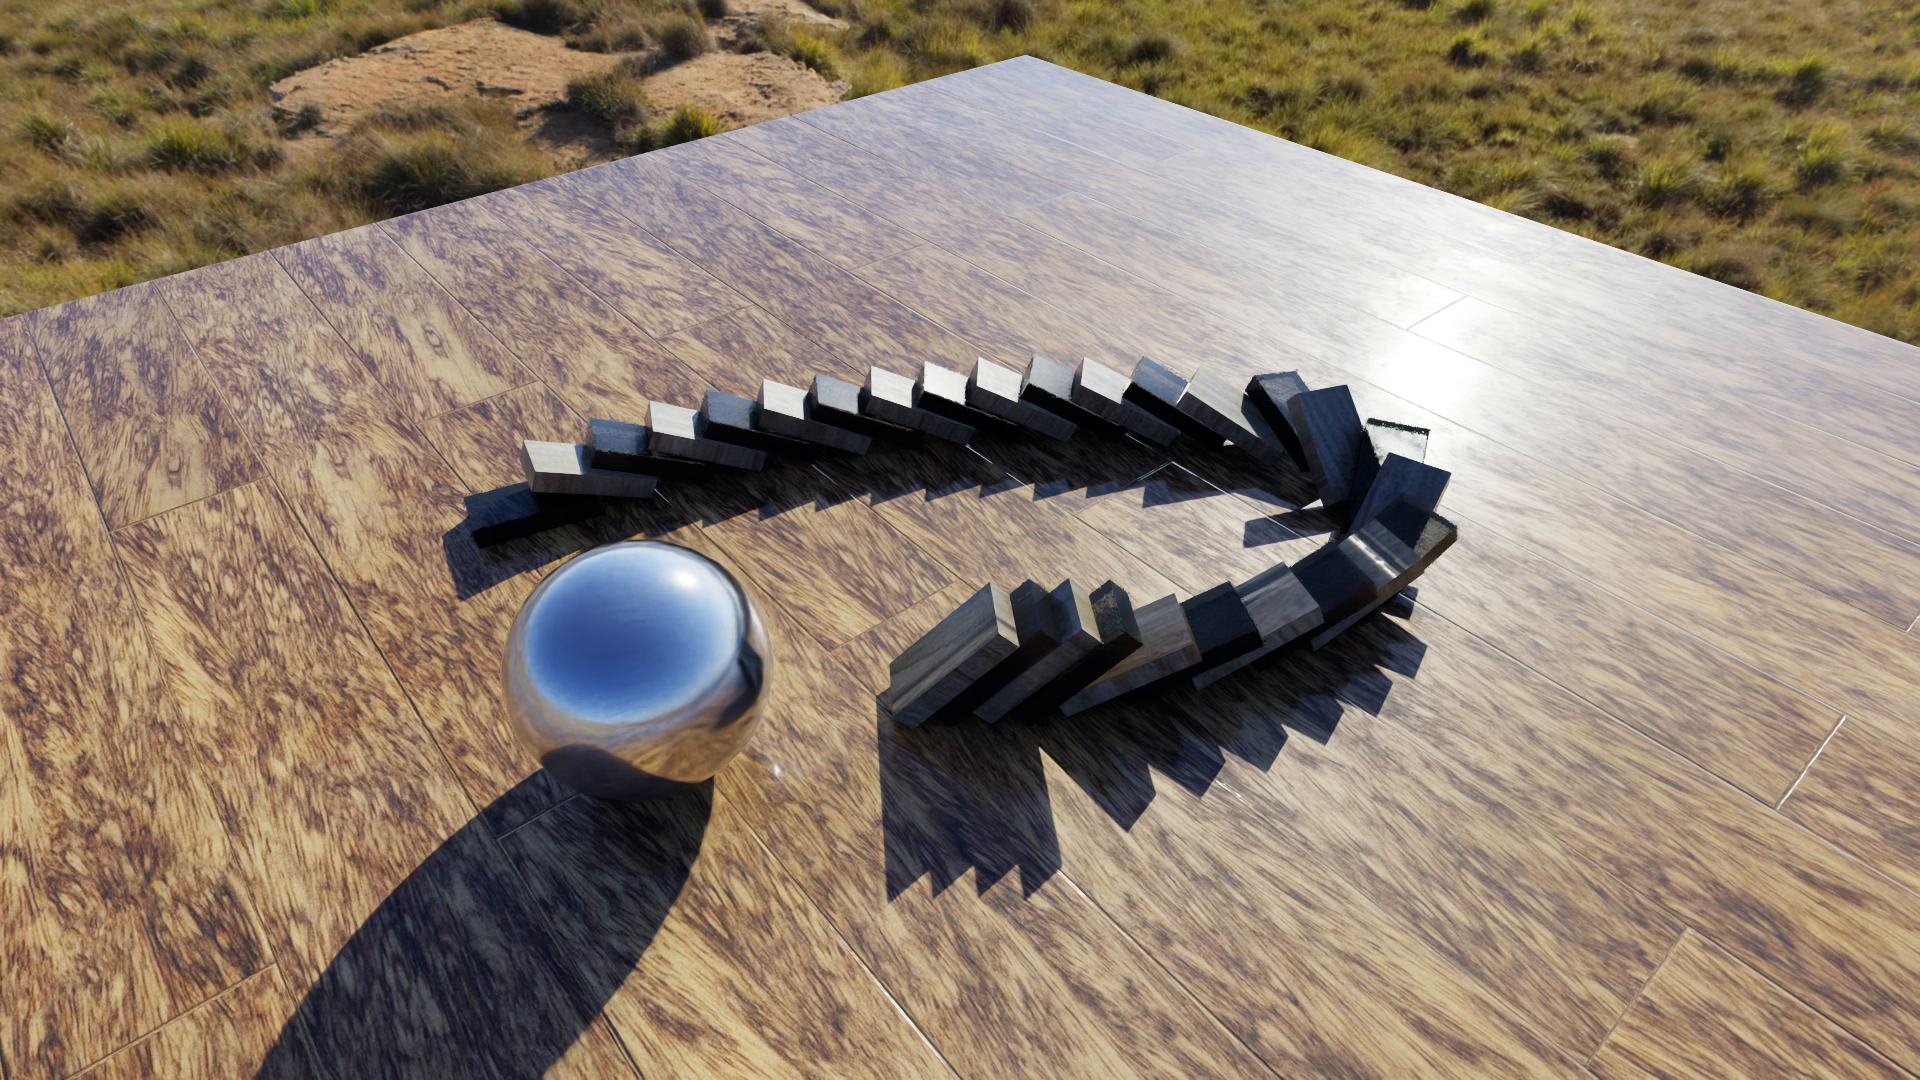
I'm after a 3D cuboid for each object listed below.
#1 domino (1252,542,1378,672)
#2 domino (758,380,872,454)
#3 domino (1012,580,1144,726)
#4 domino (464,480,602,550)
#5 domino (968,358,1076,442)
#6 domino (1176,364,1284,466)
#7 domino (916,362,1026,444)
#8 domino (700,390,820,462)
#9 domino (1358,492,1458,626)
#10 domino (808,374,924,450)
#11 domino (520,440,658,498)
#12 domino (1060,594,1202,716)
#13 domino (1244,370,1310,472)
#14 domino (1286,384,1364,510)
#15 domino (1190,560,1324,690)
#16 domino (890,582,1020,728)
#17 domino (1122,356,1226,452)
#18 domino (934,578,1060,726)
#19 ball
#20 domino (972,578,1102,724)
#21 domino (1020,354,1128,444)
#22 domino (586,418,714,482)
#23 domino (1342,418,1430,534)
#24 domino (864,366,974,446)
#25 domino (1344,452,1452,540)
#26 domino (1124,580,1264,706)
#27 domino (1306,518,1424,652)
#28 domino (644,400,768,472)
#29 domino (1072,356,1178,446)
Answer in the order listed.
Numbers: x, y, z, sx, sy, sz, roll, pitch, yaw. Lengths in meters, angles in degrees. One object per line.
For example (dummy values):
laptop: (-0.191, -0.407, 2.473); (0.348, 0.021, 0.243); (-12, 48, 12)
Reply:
domino: (0.122, 0.024, 0.398); (0.050, 0.010, 0.025); (-32, 44, 1)
domino: (-0.066, -0.055, 0.496); (0.050, 0.010, 0.025); (14, 35, -21)
domino: (0.037, 0.038, 0.371); (0.010, 0.050, 0.025); (35, 28, -30)
domino: (-0.179, -0.014, 0.461); (0.050, 0.010, 0.025); (-18, 43, -20)
domino: (0.029, -0.065, 0.507); (0.050, 0.009, 0.025); (21, 37, -13)
domino: (0.124, -0.056, 0.497); (0.050, 0.010, 0.025); (34, 45, 2)
domino: (0.005, -0.063, 0.505); (0.050, 0.010, 0.025); (18, 37, -16)
domino: (-0.089, -0.051, 0.490); (0.050, 0.010, 0.025); (12, 34, -25)
domino: (0.161, 0.007, 0.419); (0.050, 0.010, 0.025); (-40, 50, -6)
domino: (-0.043, -0.058, 0.499); (0.050, 0.010, 0.025); (14, 35, -21)
domino: (-0.157, -0.030, 0.464); (0.050, 0.009, 0.025); (2, 33, -36)
domino: (0.055, 0.039, 0.378); (0.050, 0.009, 0.025); (-25, 38, 13)
domino: (0.152, -0.054, 0.494); (0.025, 0.009, 0.050); (-10, 58, -27)
domino: (0.161, -0.040, 0.471); (0.025, 0.009, 0.050); (-12, 76, -14)
domino: (0.100, 0.030, 0.391); (0.050, 0.009, 0.025); (-29, 42, 4)
domino: (-0.003, 0.039, 0.370); (0.010, 0.050, 0.025); (35, 27, -30)
domino: (0.101, -0.063, 0.504); (0.050, 0.010, 0.025); (30, 42, -1)
domino: (0.010, 0.038, 0.371); (0.010, 0.050, 0.025); (35, 27, -30)
ball: (-0.098, 0.040, 0.339); (0.080, 0.080, 0.080); (0, 39, 0)
domino: (0.024, 0.038, 0.372); (0.010, 0.050, 0.025); (35, 27, -30)
domino: (0.053, -0.065, 0.507); (0.050, 0.009, 0.025); (24, 39, -9)
domino: (-0.134, -0.039, 0.476); (0.050, 0.010, 0.025); (6, 33, -30)
domino: (0.176, -0.025, 0.455); (0.025, 0.009, 0.050); (13, 70, 14)
domino: (-0.019, -0.061, 0.503); (0.050, 0.009, 0.025); (17, 36, -18)
domino: (0.172, -0.009, 0.437); (0.025, 0.010, 0.050); (24, 73, 26)
domino: (0.077, 0.036, 0.384); (0.050, 0.010, 0.025); (-26, 40, 7)
domino: (0.143, 0.016, 0.407); (0.050, 0.010, 0.025); (-35, 46, -1)
domino: (-0.112, -0.046, 0.484); (0.050, 0.009, 0.025); (10, 33, -27)
domino: (0.076, -0.064, 0.505); (0.050, 0.009, 0.025); (24, 39, -9)
